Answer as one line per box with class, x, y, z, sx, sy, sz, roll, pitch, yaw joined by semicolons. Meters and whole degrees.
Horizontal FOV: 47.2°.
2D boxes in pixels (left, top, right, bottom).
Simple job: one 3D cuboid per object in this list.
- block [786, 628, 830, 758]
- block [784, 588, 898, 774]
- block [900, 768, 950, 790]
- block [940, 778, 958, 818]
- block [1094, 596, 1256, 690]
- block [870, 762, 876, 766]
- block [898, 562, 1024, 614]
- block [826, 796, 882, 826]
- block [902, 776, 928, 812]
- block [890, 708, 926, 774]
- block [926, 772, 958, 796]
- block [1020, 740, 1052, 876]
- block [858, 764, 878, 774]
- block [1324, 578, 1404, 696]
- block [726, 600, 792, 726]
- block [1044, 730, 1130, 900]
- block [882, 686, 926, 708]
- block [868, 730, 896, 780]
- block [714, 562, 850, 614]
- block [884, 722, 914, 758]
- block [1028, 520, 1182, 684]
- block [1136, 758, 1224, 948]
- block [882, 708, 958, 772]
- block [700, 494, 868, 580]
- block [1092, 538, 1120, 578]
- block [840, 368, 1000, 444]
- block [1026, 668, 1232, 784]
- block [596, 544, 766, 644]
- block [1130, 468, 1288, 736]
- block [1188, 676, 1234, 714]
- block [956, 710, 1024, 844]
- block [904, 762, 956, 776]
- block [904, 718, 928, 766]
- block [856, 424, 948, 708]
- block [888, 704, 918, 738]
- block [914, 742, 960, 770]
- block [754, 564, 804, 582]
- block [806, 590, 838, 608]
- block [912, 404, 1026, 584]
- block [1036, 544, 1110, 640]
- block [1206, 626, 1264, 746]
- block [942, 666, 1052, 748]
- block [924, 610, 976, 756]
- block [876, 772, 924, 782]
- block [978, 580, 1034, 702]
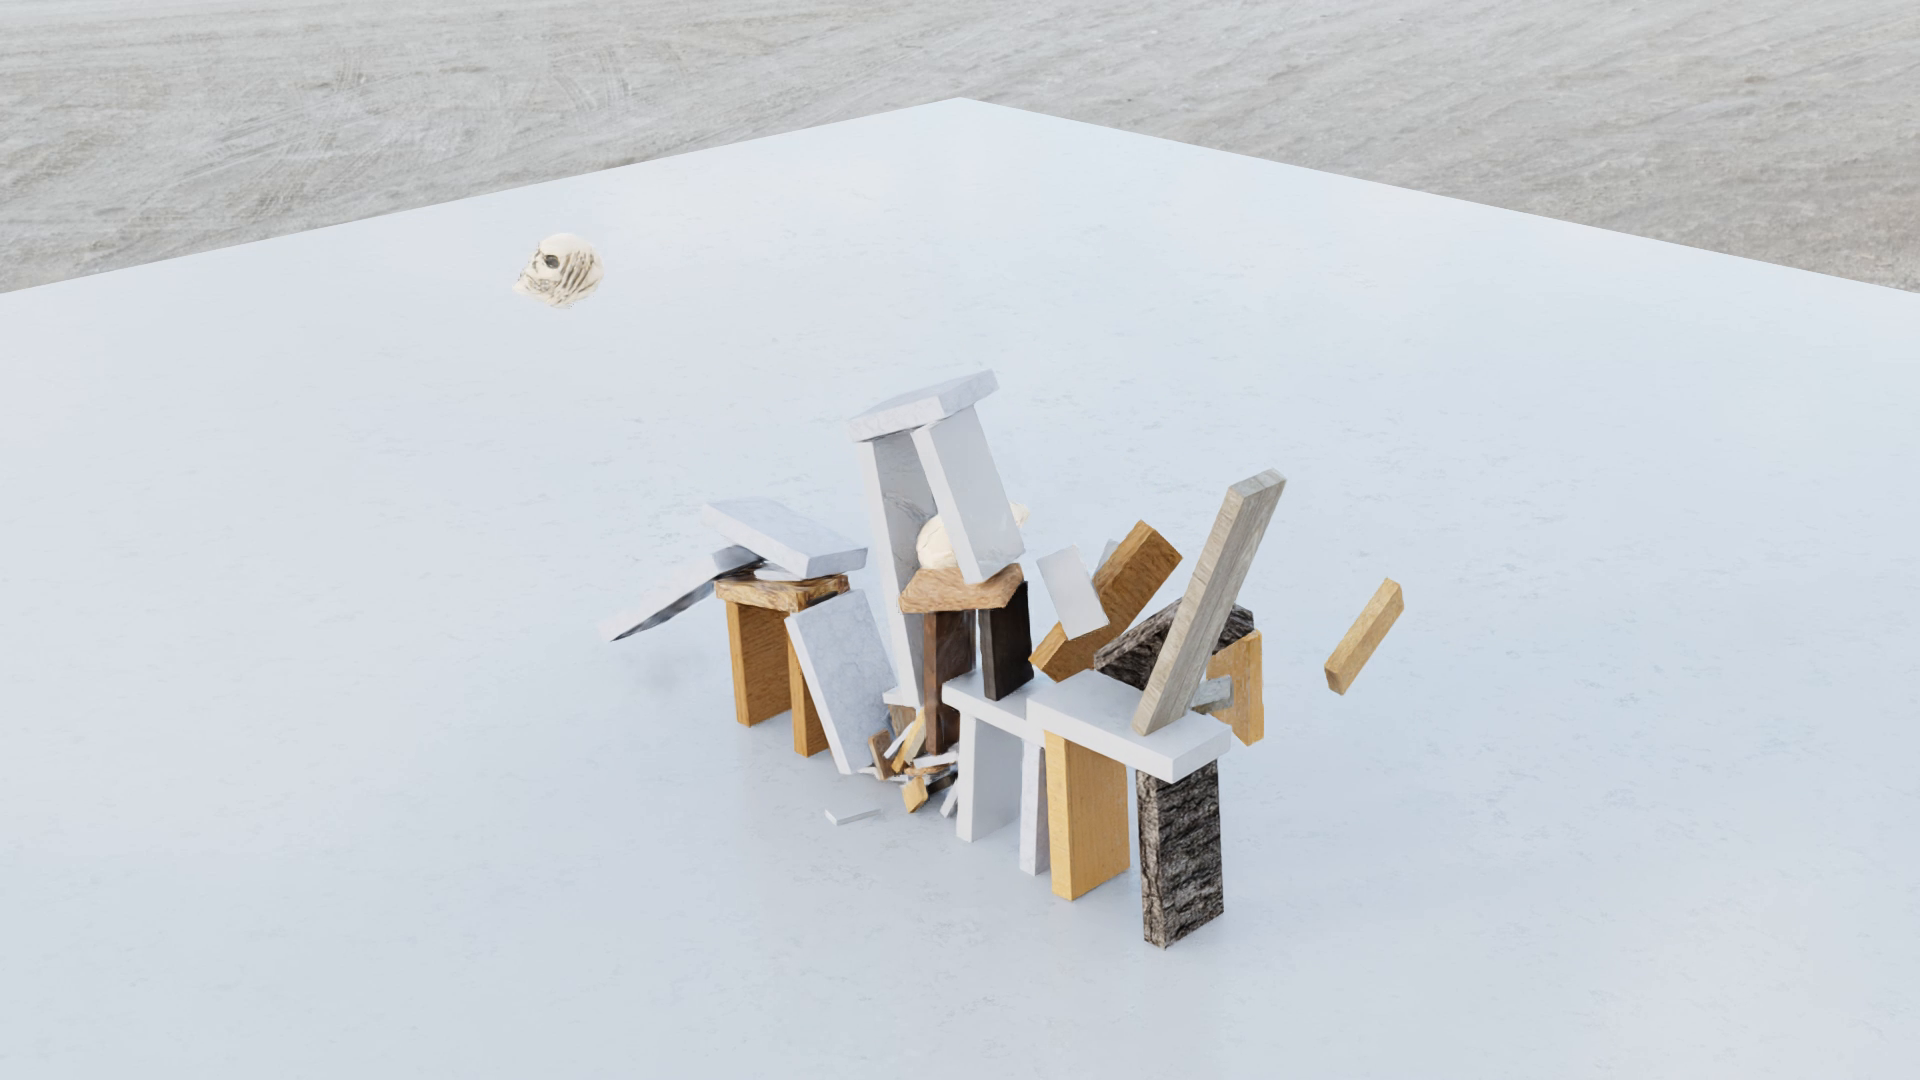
block;-0.292;0.304;4.677;0.143;0.286;0.041;-21;29;-41
block;-0.223;0.290;4.531;0.171;0.342;0.048;-23;8;-31
block;-0.072;0.491;4.511;0.053;0.015;0.106;-22;-3;-41
block;0.014;0.496;4.418;0.072;0.143;0.020;-21;59;-40
block;0.388;0.184;3.997;0.137;0.274;0.039;24;47;-32
block;-0.197;0.438;4.621;0.055;0.016;0.110;-23;31;-30
block;0.001;0.090;4.132;0.215;0.030;0.108;-4;29;27
block;-0.215;0.549;4.448;0.103;0.015;0.051;-13;26;-27
block;-0.091;0.511;4.424;0.013;0.047;0.098;-10;-20;-23
block;-0.077;0.397;4.479;0.075;0.192;0.021;-21;59;-42
block;-0.033;0.493;4.467;0.072;0.020;0.143;-21;-7;-40
block;0.183;0.491;4.235;0.143;0.286;0.041;-21;32;-41
block;-0.165;0.470;4.591;0.055;0.016;0.110;-22;14;-40
block;0.843;0.202;4.585;0.034;0.118;0.237;31;75;27
block;-0.431;0.249;4.805;0.143;0.286;0.041;-21;26;-41
block;0.243;0.491;4.162;0.049;0.343;0.171;16;27;42
block;-0.076;0.314;4.435;0.149;0.021;0.075;3;19;43
block;-0.156;0.442;4.518;0.047;0.094;0.013;-27;16;-40
block;-0.380;0.100;4.682;0.143;0.041;0.286;-21;18;-39
block;-0.112;0.409;4.488;0.013;0.094;0.047;47;16;23
block;0.278;0.130;4.179;0.039;0.339;0.137;38;-1;39
block;0.403;0.553;4.014;0.171;0.343;0.049;-21;25;-41
block;-0.071;0.410;4.570;0.051;0.204;0.015;-57;21;-17
block;-0.378;-0.010;4.700;0.342;0.048;0.171;26;24;38
block;0.296;0.087;4.297;0.081;0.161;0.023;23;-6;4
block;-0.078;-0.253;4.174;0.150;0.043;0.301;-30;12;-39
block;0.307;0.337;4.020;0.343;0.049;0.171;20;30;39
block;-0.613;0.112;4.910;0.171;0.048;0.492;-20;-6;-44
block;0.426;0.115;3.805;0.118;0.550;0.034;-22;52;-41
block;0.444;0.308;4.219;0.161;0.023;0.081;-15;26;15
block;0.061;0.444;4.347;0.041;0.286;0.143;23;32;38
block;-0.062;0.460;4.476;0.053;0.015;0.106;-23;6;-37
block;-0.056;0.390;4.444;0.075;0.149;0.021;-21;59;-43
block;-0.092;0.049;4.330;0.043;0.539;0.150;2;18;41
block;-0.117;0.358;4.527;0.051;0.103;0.015;-11;-3;-29
block;-0.023;0.430;4.417;0.072;0.020;0.143;-23;4;-40
block;-0.366;0.068;4.664;0.131;0.019;0.066;2;15;41
block;-0.240;0.274;4.581;0.066;0.333;0.019;-22;11;-29
block;0.018;-0.086;4.075;0.043;0.301;0.150;-11;15;38
block;0.209;0.096;4.092;0.081;0.161;0.023;-22;0;14
block;0.543;0.263;4.363;0.039;0.274;0.137;-24;40;-22
block;0.117;0.316;4.228;0.286;0.041;0.143;21;31;40
block;-0.019;0.254;4.293;0.108;0.378;0.030;-32;49;-33
block;-0.122;0.483;4.561;0.053;0.015;0.106;-22;13;-40
block;0.087;0.189;4.186;0.030;0.215;0.108;20;37;39
